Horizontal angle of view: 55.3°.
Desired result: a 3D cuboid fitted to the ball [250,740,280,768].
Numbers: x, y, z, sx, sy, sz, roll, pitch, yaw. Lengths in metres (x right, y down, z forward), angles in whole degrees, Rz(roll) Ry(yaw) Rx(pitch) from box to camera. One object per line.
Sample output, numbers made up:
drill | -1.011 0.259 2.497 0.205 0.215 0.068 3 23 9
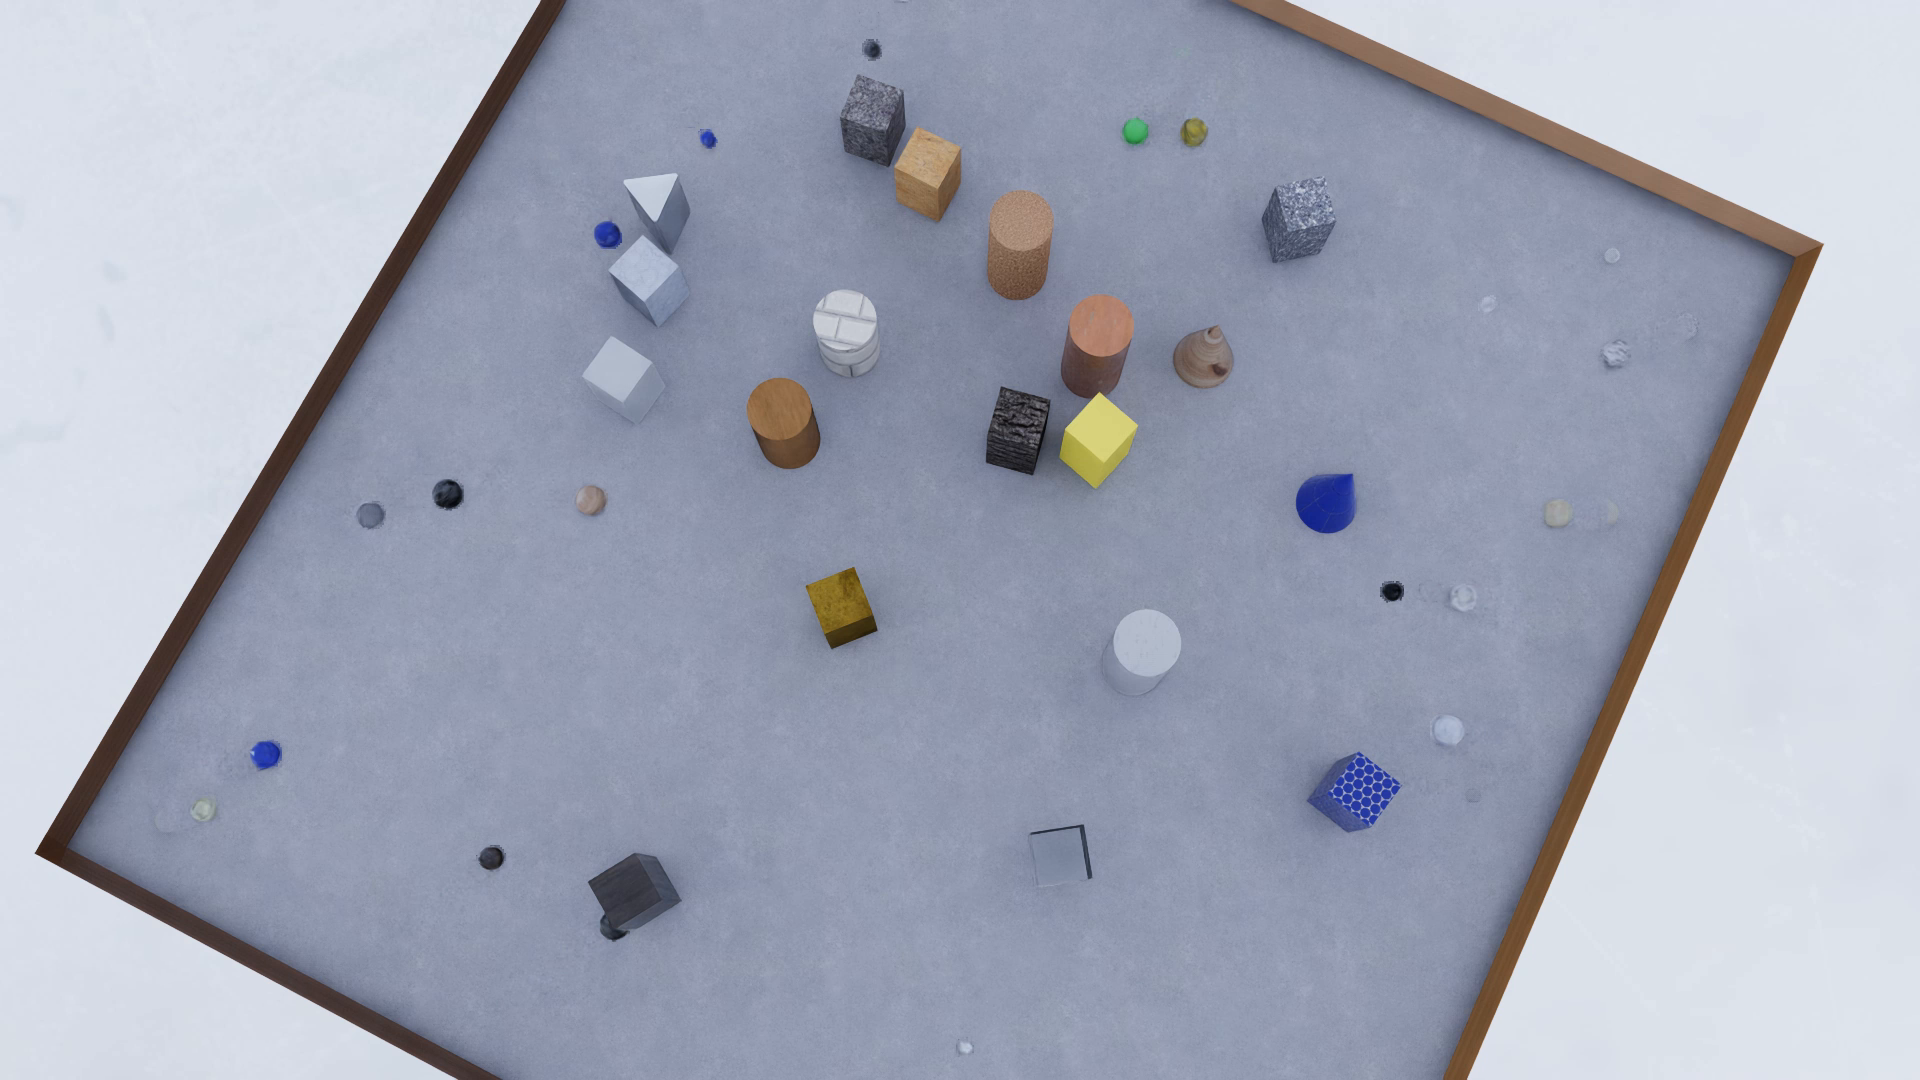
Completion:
ball | -2.063 0.638 5.442 0.083 0.083 0.083 0 78 0

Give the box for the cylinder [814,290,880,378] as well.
cylinder | -0.343 -0.628 5.602 0.189 0.284 0.189 0 78 0

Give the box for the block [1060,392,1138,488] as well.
block | 0.413 -0.295 5.507 0.151 0.333 0.151 41 81 8

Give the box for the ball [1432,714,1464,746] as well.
ball | 1.452 0.566 5.451 0.094 0.094 0.094 0 78 0

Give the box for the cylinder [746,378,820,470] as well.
cylinder | -0.527 -0.347 5.509 0.189 0.350 0.189 0 78 0

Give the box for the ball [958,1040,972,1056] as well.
ball | 0.014 1.466 5.292 0.042 0.042 0.042 0 78 0

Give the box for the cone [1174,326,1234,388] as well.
cone | 0.761 -0.599 5.564 0.189 0.346 0.189 0 78 0

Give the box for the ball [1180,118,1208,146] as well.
ball | 0.747 -1.301 5.842 0.086 0.086 0.086 0 78 0

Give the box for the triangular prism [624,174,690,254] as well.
triangular prism | -0.913 -1.037 5.685 0.142 0.286 0.164 -37 81 -7

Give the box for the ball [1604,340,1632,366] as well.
ball | 2.042 -0.579 5.694 0.083 0.083 0.083 0 78 0

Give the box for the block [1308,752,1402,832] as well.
block | 1.138 0.733 5.305 0.151 0.313 0.151 38 81 7

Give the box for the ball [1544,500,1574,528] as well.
ball | 1.825 -0.082 5.589 0.087 0.087 0.087 0 78 0

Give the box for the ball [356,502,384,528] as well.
ball | -1.799 -0.075 5.591 0.080 0.080 0.080 0 78 0

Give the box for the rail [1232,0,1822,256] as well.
rail | 0.898 -1.753 5.915 3.961 0.123 0.045 26 80 5

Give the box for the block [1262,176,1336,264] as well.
block | 1.048 -0.991 5.683 0.151 0.272 0.151 -12 79 -2

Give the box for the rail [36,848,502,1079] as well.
rail | -0.898 1.766 5.187 3.961 0.123 0.045 26 80 5

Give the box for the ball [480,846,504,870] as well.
ball | -1.378 0.936 5.387 0.070 0.070 0.070 0 78 0

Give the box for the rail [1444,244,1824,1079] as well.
rail | 1.750 0.863 5.374 0.045 0.123 4.065 26 80 5

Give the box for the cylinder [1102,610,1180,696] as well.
cylinder | 0.522 0.331 5.323 0.189 0.441 0.189 0 78 0

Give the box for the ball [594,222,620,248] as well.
ball | -1.111 -0.962 5.772 0.084 0.084 0.084 0 78 0

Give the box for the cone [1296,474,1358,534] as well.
cone | 1.128 -0.151 5.450 0.189 0.387 0.189 0 78 0

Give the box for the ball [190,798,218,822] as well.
ball | -2.233 0.796 5.415 0.072 0.072 0.072 0 78 0

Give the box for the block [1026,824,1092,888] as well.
block | 0.285 0.912 5.274 0.151 0.302 0.151 -9 78 -2

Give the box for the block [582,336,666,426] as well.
block | -1.022 -0.484 5.586 0.151 0.255 0.151 33 80 6

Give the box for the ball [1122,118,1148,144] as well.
ball | 0.560 -1.303 5.845 0.082 0.082 0.082 0 78 0

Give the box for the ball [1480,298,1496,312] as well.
ball | 1.655 -0.737 5.745 0.046 0.046 0.046 0 78 0

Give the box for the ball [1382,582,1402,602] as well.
ball | 1.311 0.158 5.555 0.057 0.057 0.057 0 78 0

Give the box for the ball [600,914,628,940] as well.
ball | -1.005 1.122 5.337 0.088 0.088 0.088 0 78 0

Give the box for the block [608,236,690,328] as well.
block | -0.955 -0.795 5.653 0.151 0.251 0.151 41 81 8

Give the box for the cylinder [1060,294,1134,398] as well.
cylinder | 0.409 -0.576 5.512 0.189 0.438 0.189 0 78 0

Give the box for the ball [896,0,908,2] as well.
ball | -0.190 -1.782 5.949 0.071 0.071 0.071 0 78 0

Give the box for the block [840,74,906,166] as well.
block | -0.272 -1.314 5.755 0.151 0.261 0.151 20 79 4

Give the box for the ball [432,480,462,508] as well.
ball | -1.565 -0.141 5.599 0.090 0.090 0.090 0 78 0

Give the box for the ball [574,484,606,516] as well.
ball | -1.128 -0.122 5.594 0.093 0.093 0.093 0 78 0

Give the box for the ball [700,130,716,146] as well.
ball | -0.806 -1.282 5.856 0.050 0.050 0.050 0 78 0

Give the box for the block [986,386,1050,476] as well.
block | 0.173 -0.324 5.511 0.151 0.339 0.151 15 79 3

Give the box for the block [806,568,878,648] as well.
block | -0.347 0.204 5.420 0.151 0.302 0.151 -22 79 -4

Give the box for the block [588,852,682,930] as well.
block | -0.923 1.003 5.224 0.151 0.363 0.151 -31 80 -6

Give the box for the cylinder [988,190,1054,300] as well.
cylinder | 0.180 -0.892 5.579 0.189 0.435 0.189 0 78 0

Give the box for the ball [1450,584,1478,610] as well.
ball | 1.522 0.173 5.539 0.081 0.081 0.081 0 78 0

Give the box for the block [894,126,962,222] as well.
block | -0.098 -1.137 5.711 0.151 0.274 0.151 27 80 5

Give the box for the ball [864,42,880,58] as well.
ball | -0.282 -1.582 5.916 0.054 0.054 0.054 0 78 0

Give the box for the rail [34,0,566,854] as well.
rail | -1.750 -0.850 5.729 0.045 0.123 4.065 26 80 5
